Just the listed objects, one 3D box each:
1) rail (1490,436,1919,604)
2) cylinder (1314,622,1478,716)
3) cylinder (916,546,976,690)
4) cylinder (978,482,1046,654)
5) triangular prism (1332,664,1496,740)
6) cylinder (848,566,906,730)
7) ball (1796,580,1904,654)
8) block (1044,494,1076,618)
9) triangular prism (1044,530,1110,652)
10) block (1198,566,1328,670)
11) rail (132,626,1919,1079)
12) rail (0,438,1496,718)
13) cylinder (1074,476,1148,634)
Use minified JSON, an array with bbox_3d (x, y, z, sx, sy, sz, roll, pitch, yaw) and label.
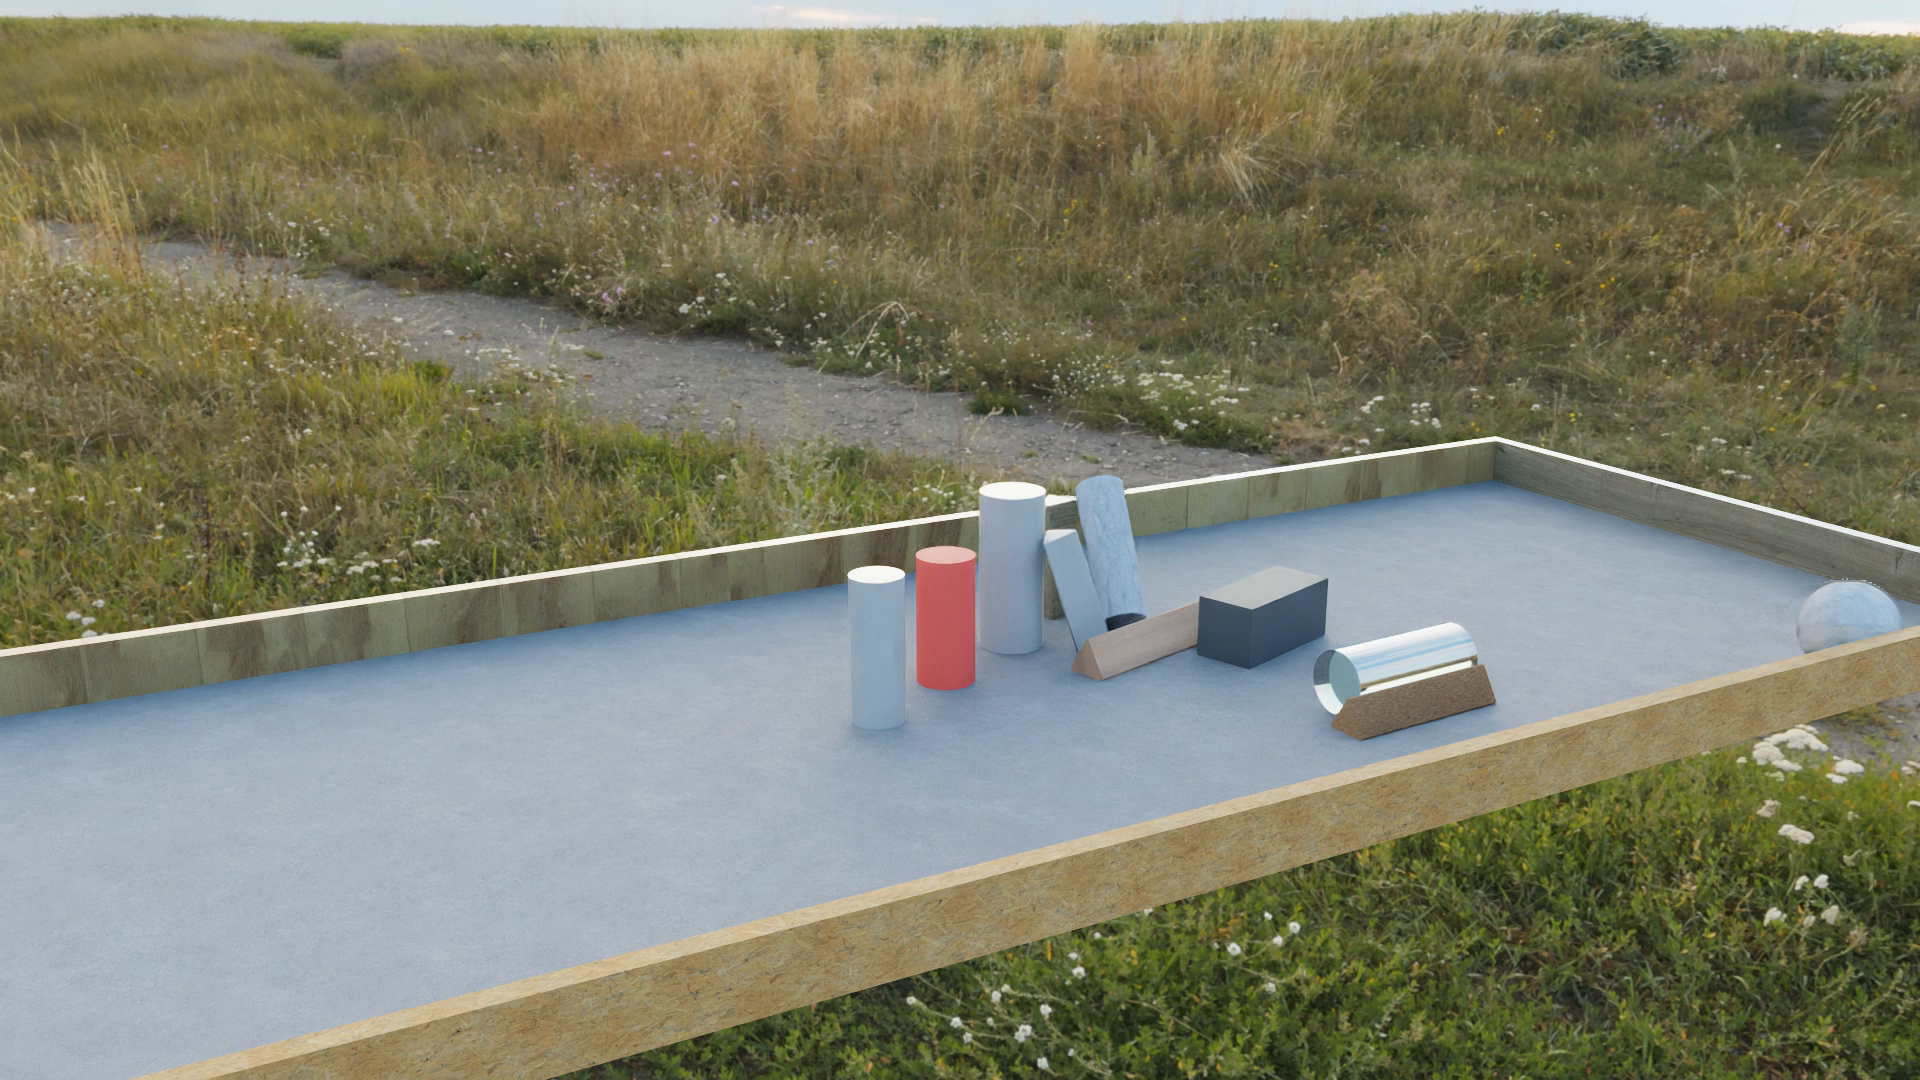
[{"bbox_3d":[2.466,-0.048,5.253,0.050,0.150,2.100,-9,18,-27],"label":"rail"},{"bbox_3d":[1.060,0.312,4.009,0.387,0.161,0.161,-10,19,-29],"label":"cylinder"},{"bbox_3d":[-0.035,0.194,4.112,0.148,0.328,0.148,0,16,0],"label":"cylinder"},{"bbox_3d":[0.137,0.074,4.355,0.174,0.423,0.174,0,17,0],"label":"cylinder"},{"bbox_3d":[1.085,0.375,3.920,0.441,0.085,0.099,-10,19,-29],"label":"triangular prism"},{"bbox_3d":[-0.194,0.252,3.863,0.132,0.359,0.132,0,16,0],"label":"cylinder"},{"bbox_3d":[2.249,0.223,4.171,0.240,0.240,0.240,0,16,0],"label":"ball"},{"bbox_3d":[0.258,0.045,4.624,0.102,0.320,0.102,-13,17,-38],"label":"block"},{"bbox_3d":[0.292,0.126,4.352,0.098,0.314,0.085,-23,18,-14],"label":"triangular prism"},{"bbox_3d":[0.806,0.201,4.381,0.163,0.163,0.364,15,22,41],"label":"block"},{"bbox_3d":[-2.336,1.006,1.665,12.000,0.150,0.050,-9,18,-27],"label":"rail"},{"bbox_3d":[-3.305,0.497,3.399,12.000,0.150,0.050,-9,18,-27],"label":"rail"},{"bbox_3d":[0.413,0.038,4.519,0.135,0.418,0.135,-6,-26,-3],"label":"cylinder"}]
